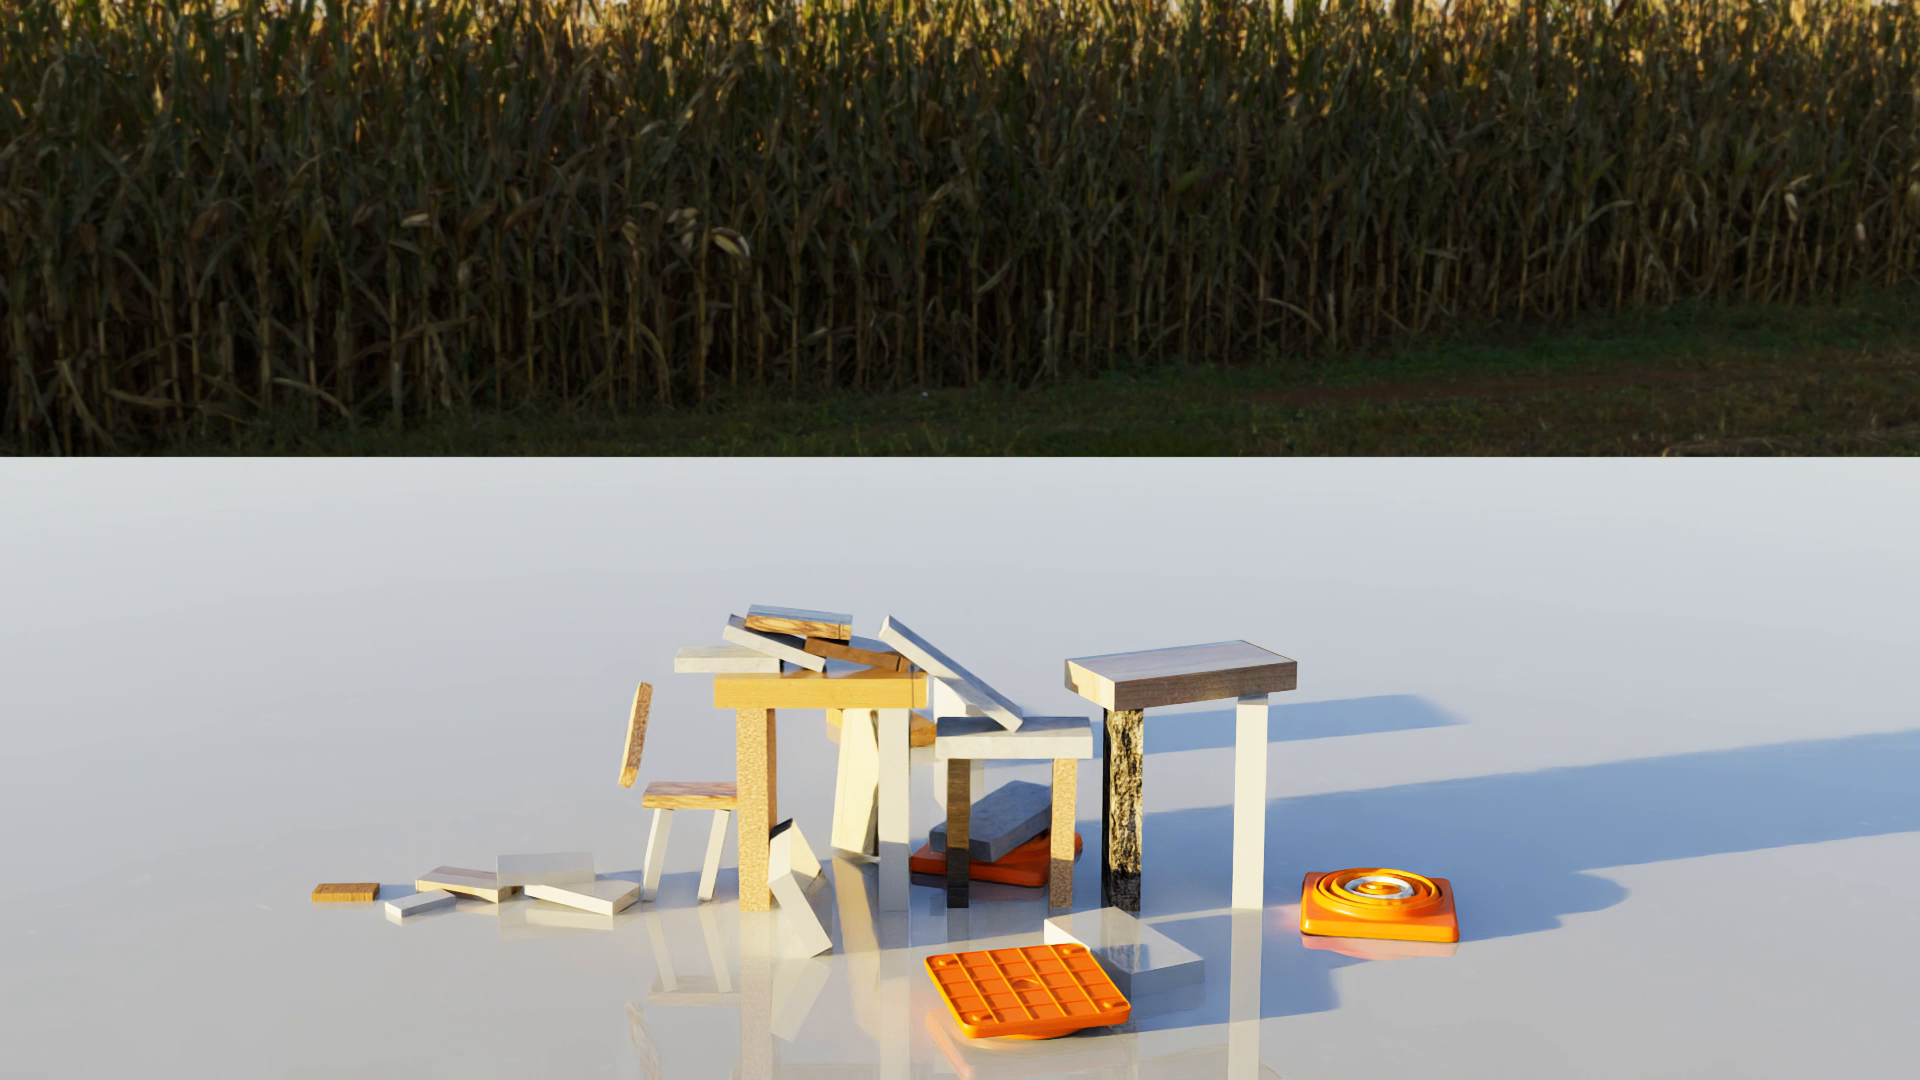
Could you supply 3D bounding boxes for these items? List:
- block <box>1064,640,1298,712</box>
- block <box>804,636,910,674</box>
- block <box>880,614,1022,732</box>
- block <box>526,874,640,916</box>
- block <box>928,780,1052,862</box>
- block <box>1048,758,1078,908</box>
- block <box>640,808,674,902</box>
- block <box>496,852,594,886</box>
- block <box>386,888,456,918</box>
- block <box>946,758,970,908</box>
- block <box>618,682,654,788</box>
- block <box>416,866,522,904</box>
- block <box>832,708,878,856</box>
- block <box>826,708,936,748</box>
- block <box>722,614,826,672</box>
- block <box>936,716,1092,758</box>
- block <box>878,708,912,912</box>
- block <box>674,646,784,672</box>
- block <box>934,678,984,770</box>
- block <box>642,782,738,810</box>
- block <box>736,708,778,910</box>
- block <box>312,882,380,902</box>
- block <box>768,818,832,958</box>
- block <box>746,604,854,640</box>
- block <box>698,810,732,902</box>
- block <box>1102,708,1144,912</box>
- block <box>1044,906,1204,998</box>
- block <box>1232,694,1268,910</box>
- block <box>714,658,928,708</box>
[{"bbox_3d":[0.365,0.222,3.639,0.343,0.049,0.171,-5,12,-24],"label":"block"},{"bbox_3d":[-0.167,0.179,3.588,0.170,0.024,0.085,12,10,-3],"label":"block"},{"bbox_3d":[-0.015,0.218,3.595,0.271,0.024,0.085,36,8,-7],"label":"block"},{"bbox_3d":[-0.623,0.577,3.630,0.169,0.024,0.085,9,16,23],"label":"block"},{"bbox_3d":[0.075,0.486,3.823,0.129,0.036,0.257,6,18,36],"label":"block"},{"bbox_3d":[0.170,0.466,3.641,0.036,0.253,0.126,2,11,1],"label":"block"},{"bbox_3d":[-0.504,0.511,3.656,0.022,0.158,0.079,11,8,-12],"label":"block"},{"bbox_3d":[-0.688,0.545,3.646,0.157,0.022,0.078,0,15,-13],"label":"block"},{"bbox_3d":[-0.884,0.595,3.604,0.100,0.014,0.050,-10,14,-43],"label":"block"},{"bbox_3d":[-0.004,0.467,3.637,0.036,0.253,0.126,0,11,-1],"label":"block"},{"bbox_3d":[-0.536,0.322,3.634,0.022,0.157,0.078,12,-32,-11],"label":"block"},{"bbox_3d":[-0.822,0.576,3.682,0.157,0.022,0.078,4,11,19],"label":"block"},{"bbox_3d":[-0.158,0.365,3.858,0.036,0.360,0.129,7,-3,-37],"label":"block"},{"bbox_3d":[-0.165,0.387,4.652,0.136,0.039,0.273,-5,12,-27],"label":"block"},{"bbox_3d":[-0.301,0.168,3.589,0.169,0.024,0.085,19,10,-5],"label":"block"},{"bbox_3d":[0.088,0.324,3.614,0.253,0.036,0.126,0,11,0],"label":"block"},{"bbox_3d":[-0.107,0.422,3.640,0.048,0.341,0.171,0,11,0],"label":"block"},{"bbox_3d":[-0.376,0.195,3.597,0.169,0.024,0.085,0,11,0],"label":"block"},{"bbox_3d":[-0.004,0.367,4.494,0.039,0.136,0.273,-3,11,-14],"label":"block"},{"bbox_3d":[-0.439,0.422,3.638,0.158,0.022,0.079,0,11,2],"label":"block"},{"bbox_3d":[-0.335,0.422,3.640,0.048,0.341,0.171,0,11,0],"label":"block"},{"bbox_3d":[-1.021,0.585,3.655,0.100,0.014,0.050,0,11,-2],"label":"block"},{"bbox_3d":[-0.253,0.550,3.506,0.039,0.136,0.273,-28,11,2],"label":"block"},{"bbox_3d":[-0.261,0.134,3.595,0.170,0.024,0.085,6,10,-2],"label":"block"},{"bbox_3d":[-0.406,0.512,3.654,0.022,0.158,0.079,12,10,-2],"label":"block"},{"bbox_3d":[0.268,0.421,3.639,0.049,0.343,0.171,0,11,-1],"label":"block"},{"bbox_3d":[0.249,0.628,3.366,0.129,0.036,0.257,-5,12,-27],"label":"block"},{"bbox_3d":[0.483,0.419,3.651,0.049,0.343,0.171,2,11,8],"label":"block"},{"bbox_3d":[-0.223,0.231,3.604,0.341,0.048,0.171,0,11,0],"label":"block"}]
